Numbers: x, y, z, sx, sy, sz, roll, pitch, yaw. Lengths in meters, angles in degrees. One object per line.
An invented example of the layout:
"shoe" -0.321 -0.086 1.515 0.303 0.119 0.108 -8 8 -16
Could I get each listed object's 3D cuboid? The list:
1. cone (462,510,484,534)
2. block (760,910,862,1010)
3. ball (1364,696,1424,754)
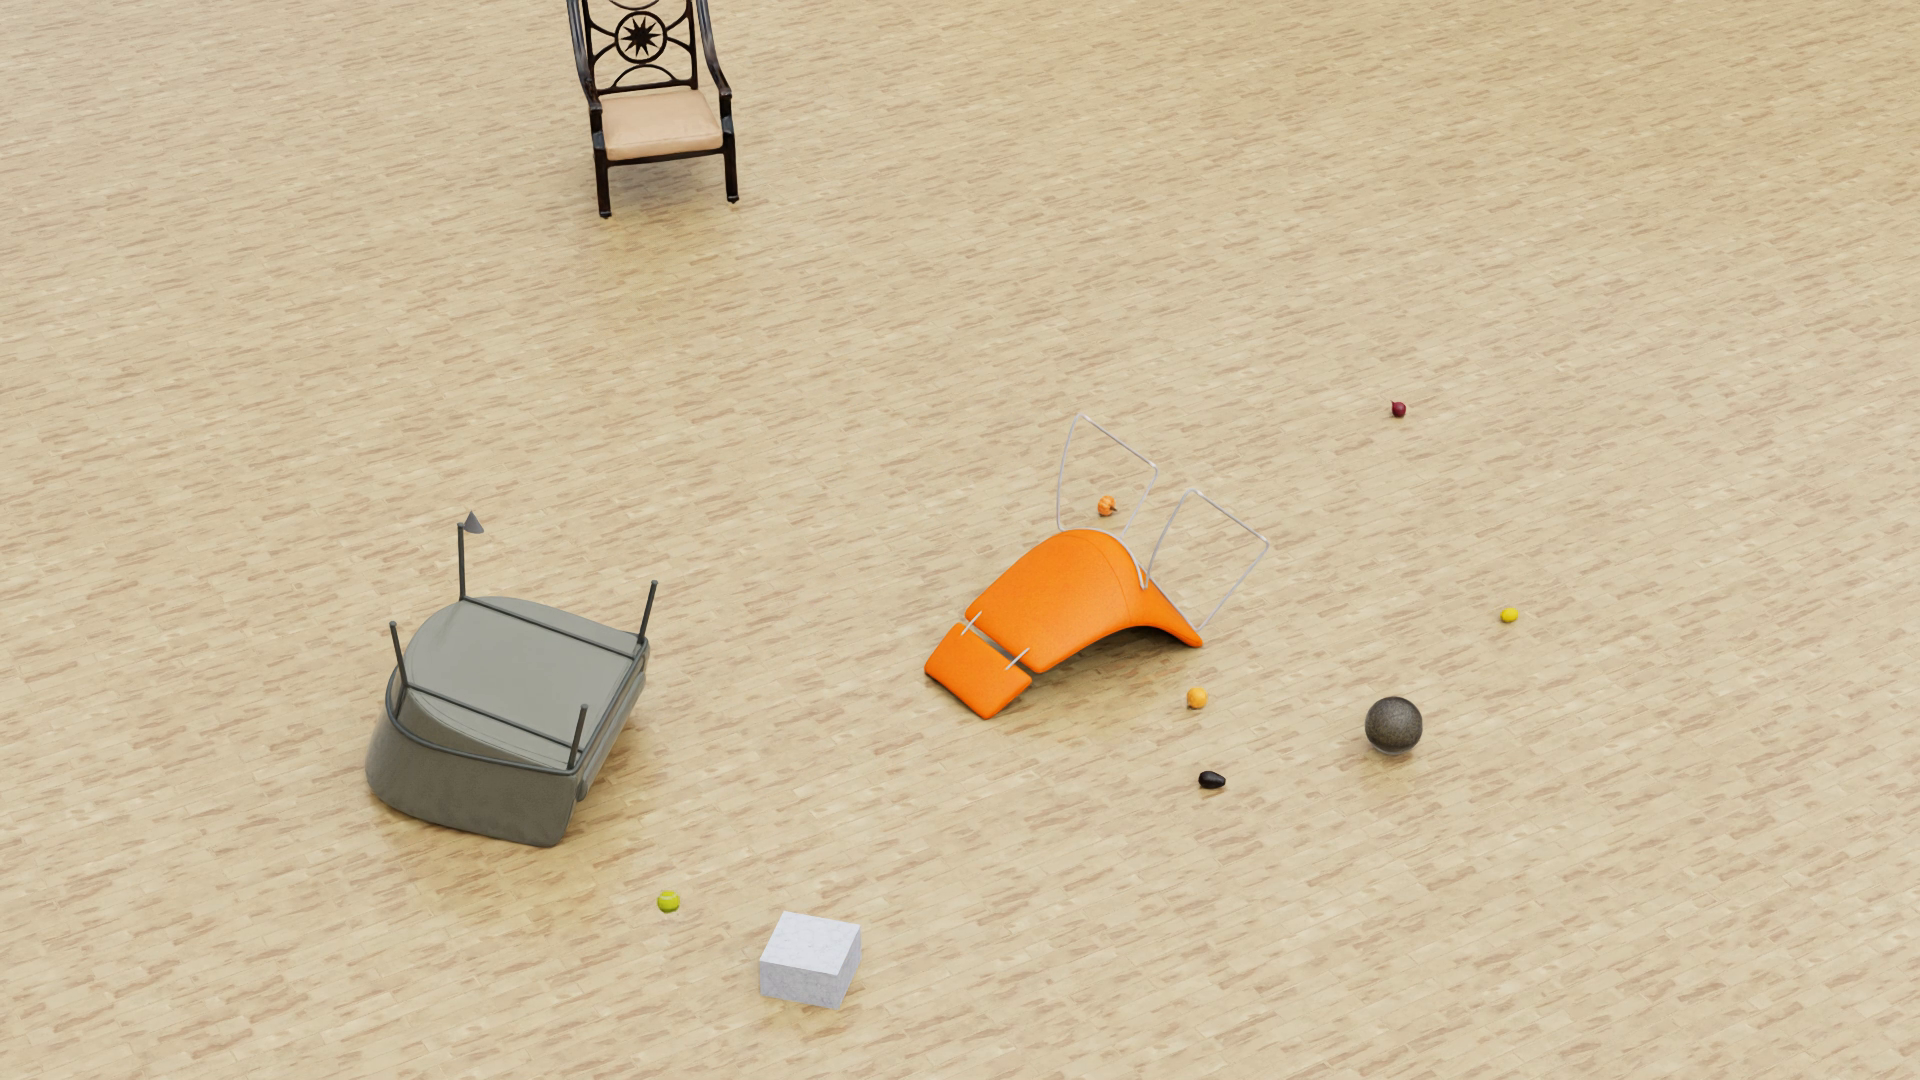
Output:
"cone" -1.827 -0.077 10.983 0.094 0.087 0.052 17 37 24
"block" -0.452 1.273 8.887 0.245 0.139 0.235 9 34 13
"ball" 1.454 0.621 9.823 0.197 0.197 0.197 0 33 0
